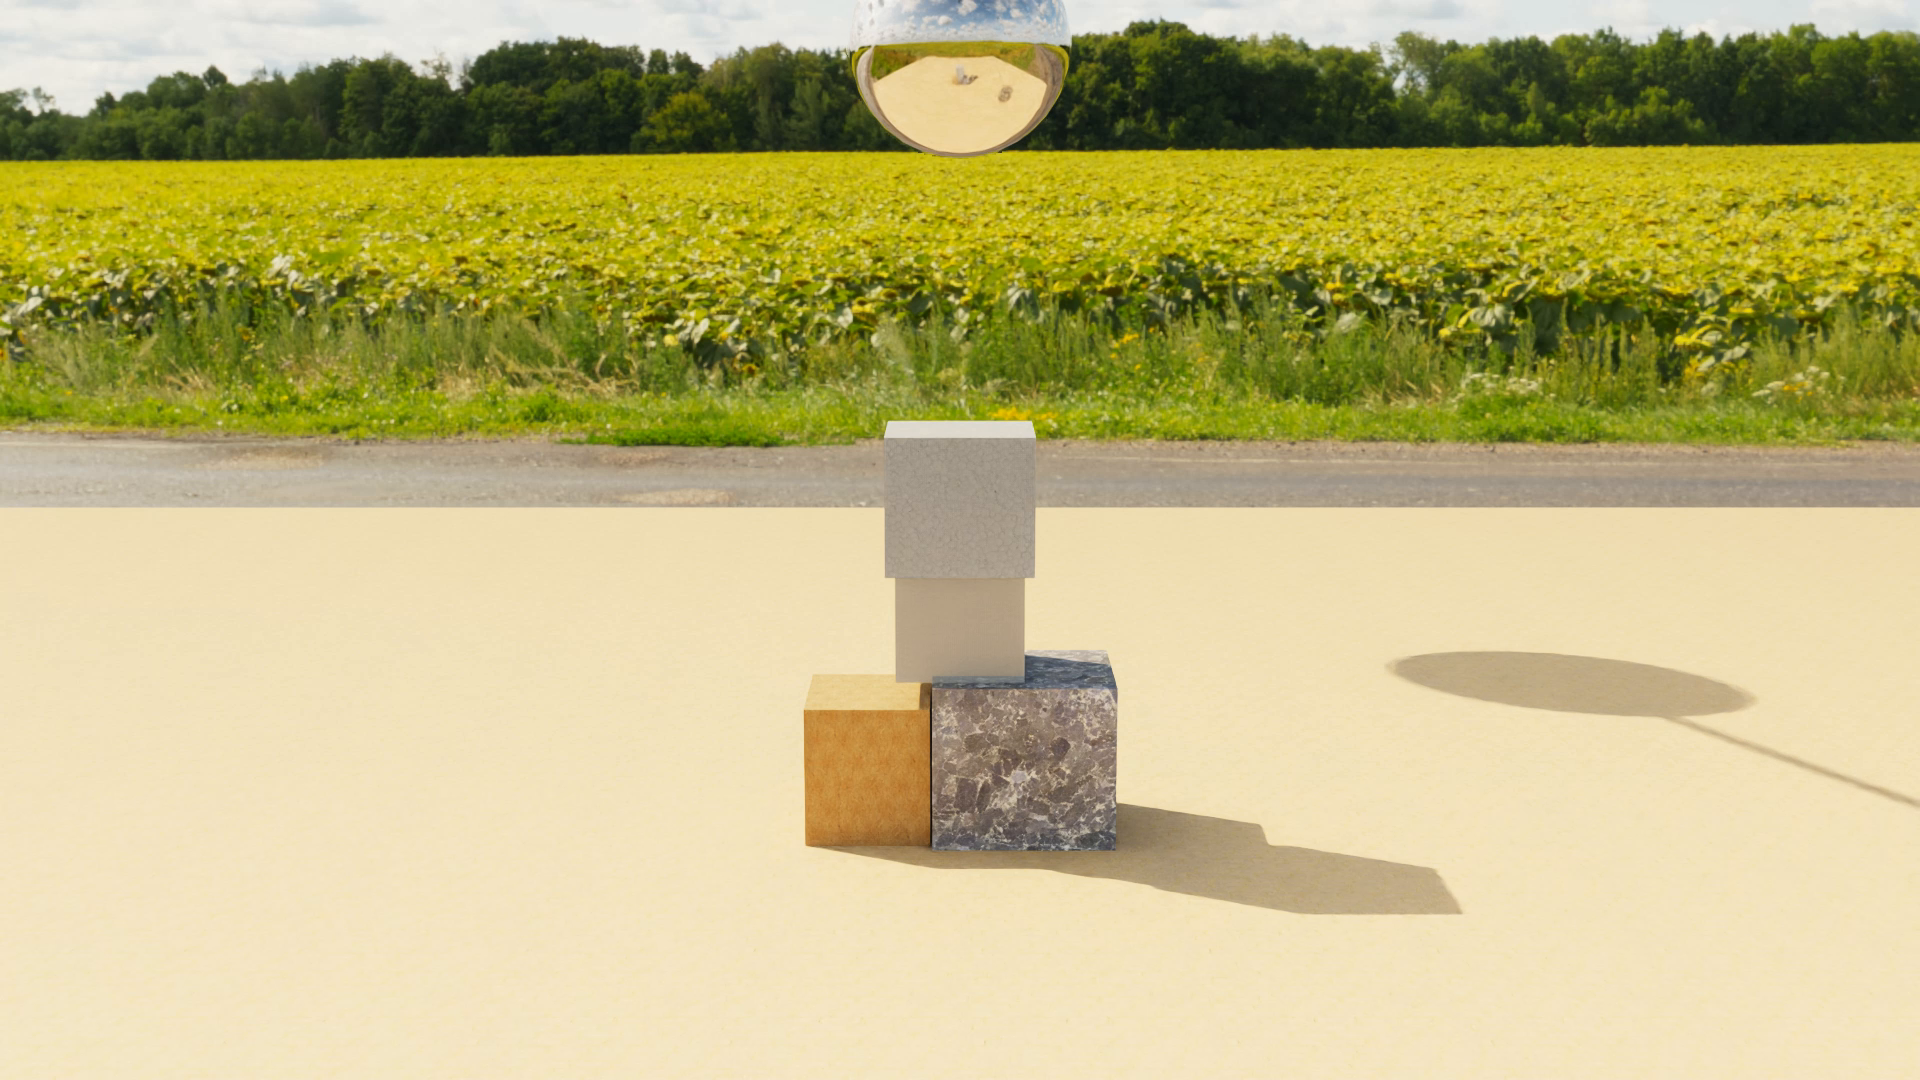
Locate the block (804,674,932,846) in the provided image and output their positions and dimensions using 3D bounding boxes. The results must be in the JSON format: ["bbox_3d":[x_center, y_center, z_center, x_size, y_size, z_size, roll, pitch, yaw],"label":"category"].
[{"bbox_3d":[-0.464,1.128,11.386,0.631,0.707,0.739,0,10,0],"label":"block"}]

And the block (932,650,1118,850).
[{"bbox_3d":[0.321,1.070,11.357,0.919,0.832,0.853,0,10,0],"label":"block"}]

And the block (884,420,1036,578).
[{"bbox_3d":[0.000,-0.214,11.145,0.745,0.701,0.655,0,10,0],"label":"block"}]

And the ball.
[{"bbox_3d":[0.000,-3.549,15.774,1.600,1.600,1.600,0,10,0],"label":"ball"}]

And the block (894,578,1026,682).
[{"bbox_3d":[0.000,0.394,11.255,0.646,0.535,0.624,0,10,0],"label":"block"}]
